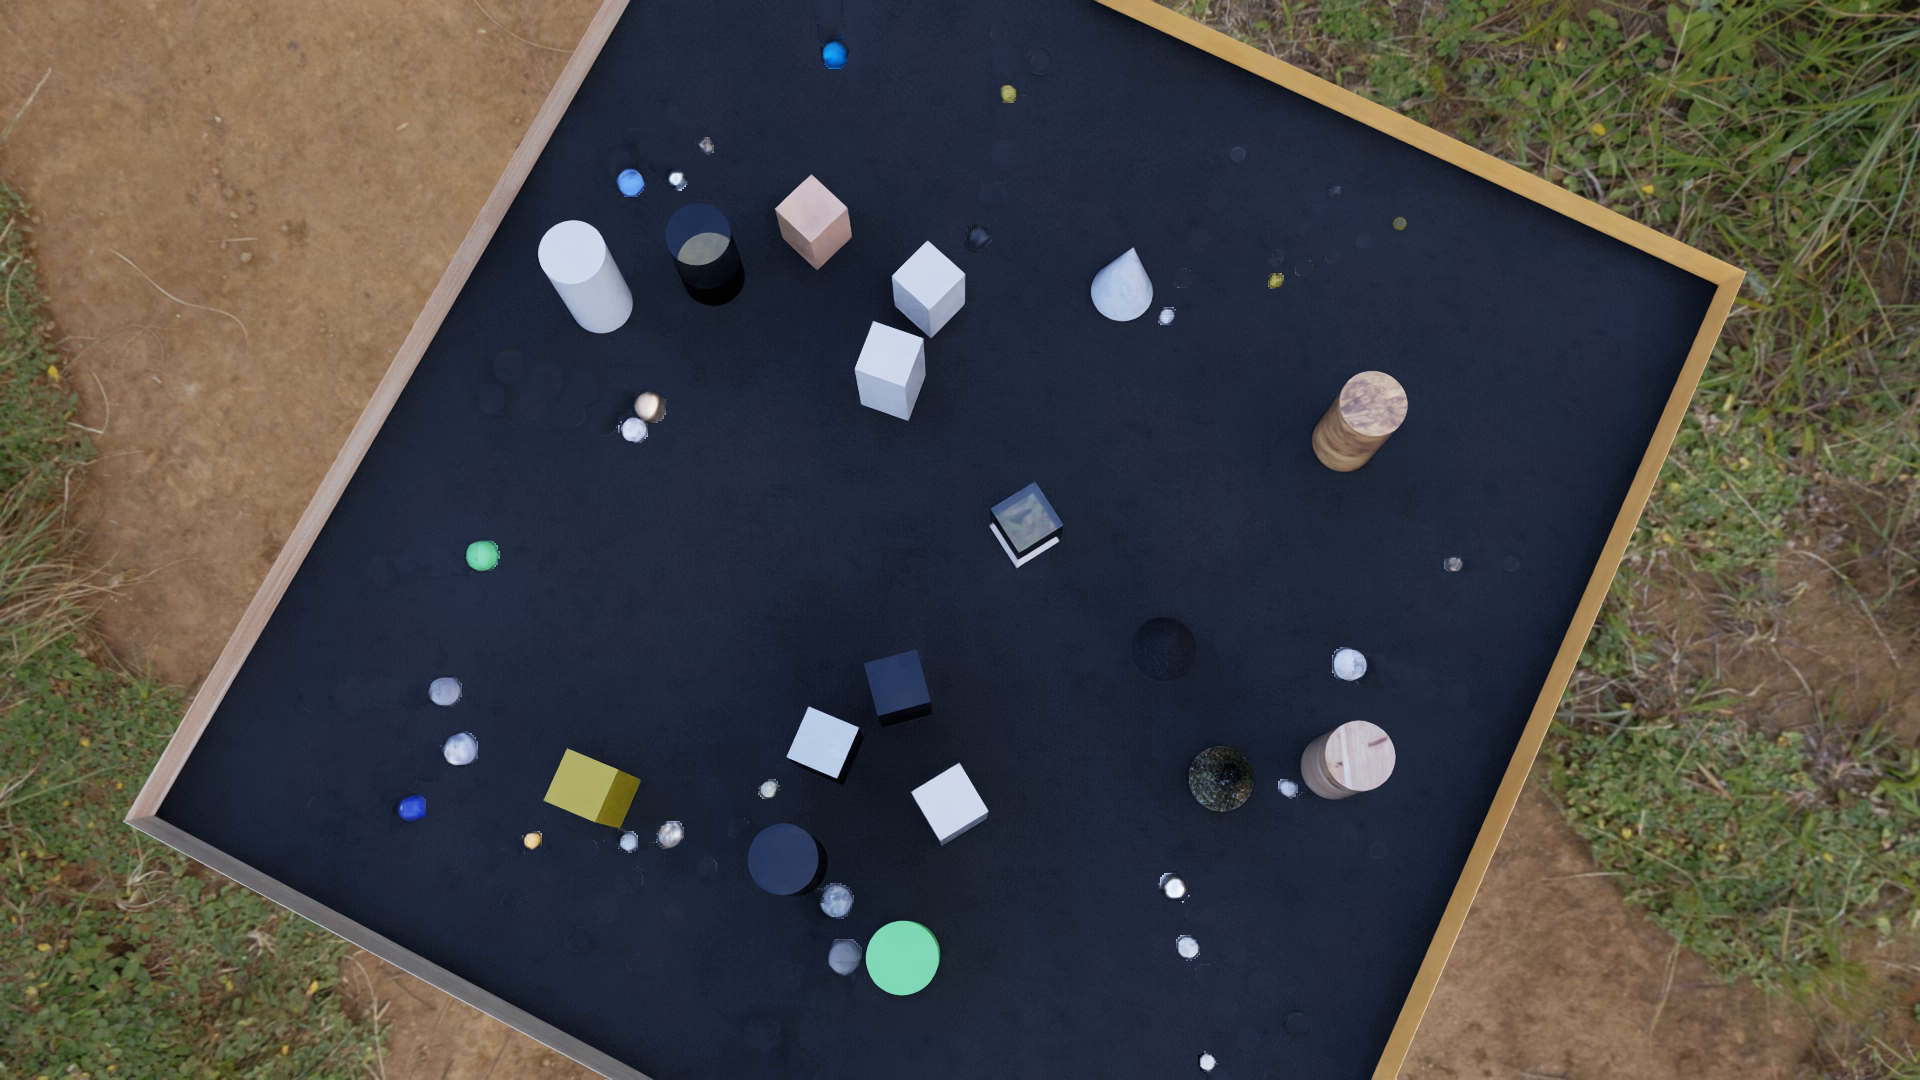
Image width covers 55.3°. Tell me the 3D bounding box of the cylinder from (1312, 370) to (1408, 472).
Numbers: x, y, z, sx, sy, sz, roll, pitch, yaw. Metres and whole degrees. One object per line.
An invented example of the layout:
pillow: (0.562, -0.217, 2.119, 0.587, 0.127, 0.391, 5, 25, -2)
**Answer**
cylinder: (1.188, -0.349, 5.472, 0.196, 0.424, 0.196, 0, 78, 0)

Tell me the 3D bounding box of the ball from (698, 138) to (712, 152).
ball: (-0.812, -1.259, 5.855, 0.044, 0.044, 0.044, 0, 78, 0)

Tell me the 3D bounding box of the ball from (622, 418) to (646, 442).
ball: (-1.005, -0.340, 5.647, 0.078, 0.078, 0.078, 0, 78, 0)

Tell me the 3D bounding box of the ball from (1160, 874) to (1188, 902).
ball: (0.629, 1.019, 5.364, 0.081, 0.081, 0.081, 0, 78, 0)

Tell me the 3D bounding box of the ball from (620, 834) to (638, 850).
ball: (-0.978, 0.891, 5.405, 0.050, 0.050, 0.050, 0, 78, 0)

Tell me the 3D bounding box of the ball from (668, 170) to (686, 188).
ball: (-0.901, -1.145, 5.824, 0.058, 0.058, 0.058, 0, 78, 0)

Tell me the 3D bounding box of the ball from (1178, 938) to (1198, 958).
ball: (0.665, 1.188, 5.340, 0.061, 0.061, 0.061, 0, 78, 0)

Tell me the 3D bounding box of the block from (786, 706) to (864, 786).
block: (-0.390, 0.604, 5.344, 0.156, 0.290, 0.156, 22, 79, 4)

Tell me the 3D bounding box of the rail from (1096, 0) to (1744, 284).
rail: (0.811, -1.582, 5.878, 3.594, 0.127, 0.045, 26, 80, 5)

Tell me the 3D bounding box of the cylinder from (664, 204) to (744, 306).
cylinder: (-0.777, -0.869, 5.610, 0.196, 0.366, 0.196, 0, 78, 0)

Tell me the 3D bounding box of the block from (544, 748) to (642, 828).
block: (-1.052, 0.719, 5.273, 0.156, 0.382, 0.156, 22, 79, 4)

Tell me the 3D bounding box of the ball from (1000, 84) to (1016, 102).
ball: (0.154, -1.435, 5.886, 0.054, 0.054, 0.054, 0, 78, 0)

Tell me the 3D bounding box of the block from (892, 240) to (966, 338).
block: (-0.095, -0.768, 5.636, 0.156, 0.273, 0.156, 43, 81, 8)

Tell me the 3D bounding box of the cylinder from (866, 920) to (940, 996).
cylinder: (-0.155, 1.169, 5.145, 0.196, 0.450, 0.196, 0, 78, 0)

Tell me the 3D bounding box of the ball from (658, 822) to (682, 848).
ball: (-0.854, 0.869, 5.399, 0.073, 0.073, 0.073, 0, 78, 0)

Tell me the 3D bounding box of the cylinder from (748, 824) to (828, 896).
cylinder: (-0.488, 0.917, 5.233, 0.196, 0.379, 0.196, 0, 78, 0)

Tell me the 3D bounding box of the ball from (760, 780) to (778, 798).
ball: (-0.567, 0.740, 5.438, 0.050, 0.050, 0.050, 0, 78, 0)

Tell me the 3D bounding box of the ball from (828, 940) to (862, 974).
ball: (-0.335, 1.211, 5.317, 0.096, 0.096, 0.096, 0, 78, 0)

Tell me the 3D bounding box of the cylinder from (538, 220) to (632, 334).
cylinder: (-1.128, -0.790, 5.547, 0.196, 0.456, 0.196, 0, 78, 0)

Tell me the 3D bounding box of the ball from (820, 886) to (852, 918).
ball: (-0.361, 1.057, 5.351, 0.092, 0.092, 0.092, 0, 78, 0)

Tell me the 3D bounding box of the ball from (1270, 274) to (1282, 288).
ball: (0.994, -0.814, 5.764, 0.041, 0.041, 0.041, 0, 78, 0)

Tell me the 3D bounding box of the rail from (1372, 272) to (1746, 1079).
rail: (1.586, 0.783, 5.389, 0.045, 0.127, 3.675, 26, 80, 5)

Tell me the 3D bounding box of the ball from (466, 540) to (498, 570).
ball: (-1.451, 0.047, 5.559, 0.093, 0.093, 0.093, 0, 78, 0)

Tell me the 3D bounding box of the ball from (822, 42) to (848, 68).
ball: (-0.403, -1.563, 5.898, 0.082, 0.082, 0.082, 0, 78, 0)

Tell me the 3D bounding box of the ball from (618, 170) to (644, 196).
ball: (-1.045, -1.134, 5.809, 0.082, 0.082, 0.082, 0, 78, 0)

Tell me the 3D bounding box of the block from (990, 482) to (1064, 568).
block: (0.197, -0.044, 5.504, 0.156, 0.238, 0.156, -32, 80, -6)

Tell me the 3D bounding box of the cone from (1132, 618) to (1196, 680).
cone: (0.618, 0.296, 5.383, 0.196, 0.338, 0.196, 0, 78, 0)

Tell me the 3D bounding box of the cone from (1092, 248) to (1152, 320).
cone: (0.511, -0.823, 5.588, 0.196, 0.390, 0.196, 0, 78, 0)

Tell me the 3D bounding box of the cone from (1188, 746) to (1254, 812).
cone: (0.780, 0.682, 5.320, 0.196, 0.304, 0.196, 0, 78, 0)

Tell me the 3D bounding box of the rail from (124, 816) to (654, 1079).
rail: (-0.811, 1.596, 5.220, 3.594, 0.127, 0.045, 26, 80, 5)

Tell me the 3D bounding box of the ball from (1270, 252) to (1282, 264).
ball: (0.997, -0.889, 5.780, 0.041, 0.041, 0.041, 0, 78, 0)

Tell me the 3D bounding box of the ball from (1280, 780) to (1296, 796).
ball: (0.974, 0.738, 5.440, 0.047, 0.047, 0.047, 0, 78, 0)

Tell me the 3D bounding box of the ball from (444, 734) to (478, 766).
ball: (-1.483, 0.623, 5.438, 0.097, 0.097, 0.097, 0, 78, 0)

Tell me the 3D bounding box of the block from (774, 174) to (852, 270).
block: (-0.453, -0.985, 5.696, 0.156, 0.243, 0.156, 44, 82, 8)

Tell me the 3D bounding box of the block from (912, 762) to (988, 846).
block: (-0.028, 0.763, 5.260, 0.156, 0.388, 0.156, -31, 80, -6)

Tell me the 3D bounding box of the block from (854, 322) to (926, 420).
block: (-0.207, -0.506, 5.531, 0.156, 0.373, 0.156, 19, 79, 4)

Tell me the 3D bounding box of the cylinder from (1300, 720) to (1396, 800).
cylinder: (1.115, 0.639, 5.291, 0.196, 0.378, 0.196, 0, 78, 0)

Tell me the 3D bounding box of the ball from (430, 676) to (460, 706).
ball: (-1.540, 0.453, 5.477, 0.090, 0.090, 0.090, 0, 78, 0)

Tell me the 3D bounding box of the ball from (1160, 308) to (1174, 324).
ball: (0.648, -0.701, 5.738, 0.047, 0.047, 0.047, 0, 78, 0)

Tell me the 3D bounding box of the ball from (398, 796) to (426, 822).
ball: (-1.619, 0.794, 5.414, 0.075, 0.075, 0.075, 0, 78, 0)

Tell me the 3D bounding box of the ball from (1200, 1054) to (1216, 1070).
ball: (0.713, 1.505, 5.282, 0.046, 0.046, 0.046, 0, 78, 0)

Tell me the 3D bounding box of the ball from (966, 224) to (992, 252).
ball: (0.058, -0.951, 5.771, 0.083, 0.083, 0.083, 0, 78, 0)

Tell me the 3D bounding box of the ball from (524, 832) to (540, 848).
ball: (-1.262, 0.887, 5.408, 0.048, 0.048, 0.048, 0, 78, 0)

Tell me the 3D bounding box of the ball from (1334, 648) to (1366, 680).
ball: (1.168, 0.373, 5.489, 0.098, 0.098, 0.098, 0, 78, 0)

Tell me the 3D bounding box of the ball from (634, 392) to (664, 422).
ball: (-0.957, -0.411, 5.654, 0.093, 0.093, 0.093, 0, 78, 0)

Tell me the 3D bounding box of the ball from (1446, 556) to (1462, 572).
ball: (1.505, 0.074, 5.577, 0.047, 0.047, 0.047, 0, 78, 0)

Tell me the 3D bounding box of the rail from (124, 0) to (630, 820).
rail: (-1.586, -0.770, 5.710, 0.045, 0.127, 3.675, 26, 80, 5)

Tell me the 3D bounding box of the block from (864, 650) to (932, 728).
block: (-0.178, 0.437, 5.363, 0.156, 0.320, 0.156, -15, 79, -3)
